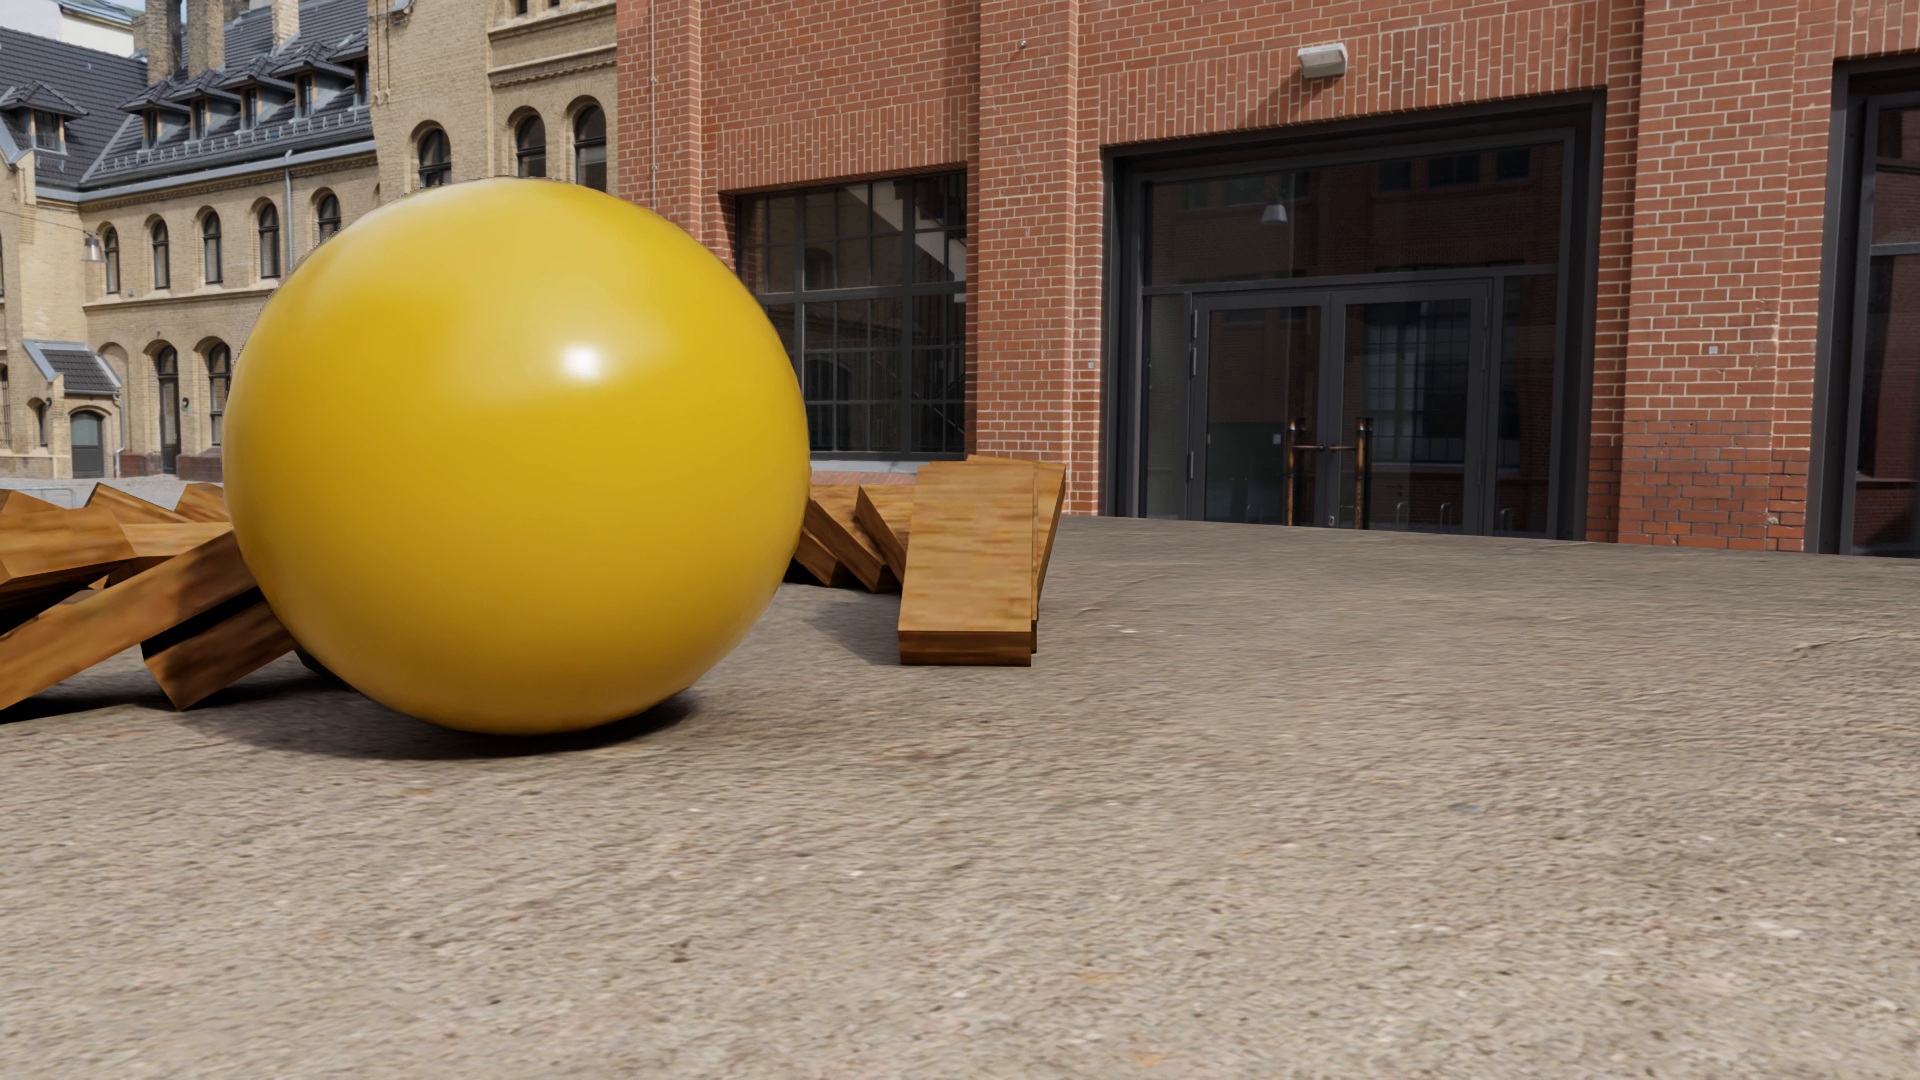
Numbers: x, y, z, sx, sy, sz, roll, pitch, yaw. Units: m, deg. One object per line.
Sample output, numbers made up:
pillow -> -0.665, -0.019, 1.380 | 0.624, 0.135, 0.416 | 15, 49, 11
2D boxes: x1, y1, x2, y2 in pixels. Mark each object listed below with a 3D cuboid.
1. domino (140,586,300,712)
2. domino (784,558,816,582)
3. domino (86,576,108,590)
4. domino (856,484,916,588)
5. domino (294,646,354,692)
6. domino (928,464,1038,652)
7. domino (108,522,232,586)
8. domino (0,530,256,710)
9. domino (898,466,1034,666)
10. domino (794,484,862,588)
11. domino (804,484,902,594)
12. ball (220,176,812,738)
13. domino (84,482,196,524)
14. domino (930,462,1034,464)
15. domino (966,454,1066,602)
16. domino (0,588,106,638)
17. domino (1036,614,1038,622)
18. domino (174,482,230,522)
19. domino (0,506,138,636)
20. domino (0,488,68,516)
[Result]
domino -> -0.114, 0.010, 0.224 | 0.050, 0.009, 0.025 | -34, 23, -27
domino -> -0.064, -0.004, 0.416 | 0.050, 0.010, 0.025 | 34, 24, 33
domino -> -0.270, 0.001, 0.360 | 0.025, 0.010, 0.050 | 3, -20, 33
domino -> -0.010, 0.000, 0.368 | 0.025, 0.010, 0.050 | -2, 31, -24
domino -> -0.098, 0.008, 0.241 | 0.025, 0.009, 0.050 | 9, 38, 46
domino -> 0.004, 0.003, 0.278 | 0.025, 0.010, 0.050 | 0, 41, 4
domino -> -0.182, 0.007, 0.321 | 0.050, 0.010, 0.025 | -2, -35, -27
domino -> -0.135, 0.011, 0.210 | 0.050, 0.009, 0.025 | -30, 15, -18
domino -> 0.002, 0.004, 0.262 | 0.025, 0.009, 0.050 | 0, 41, 4
domino -> -0.044, -0.002, 0.402 | 0.025, 0.009, 0.050 | -4, 31, -44
domino -> -0.027, -0.001, 0.386 | 0.025, 0.009, 0.050 | -3, 30, -38
ball -> -0.062, -0.012, 0.188 | 0.080, 0.080, 0.080 | 0, 4, 0
domino -> -0.244, -0.003, 0.401 | 0.050, 0.009, 0.025 | 29, -13, -33
domino -> 0.004, 0.001, 0.294 | 0.025, 0.010, 0.050 | 0, 42, 4
domino -> 0.009, -0.001, 0.310 | 0.025, 0.009, 0.050 | 6, 42, 11
domino -> -0.185, 0.016, 0.287 | 0.025, 0.009, 0.050 | 2, 5, 28
domino -> 0.008, 0.000, 0.325 | 0.025, 0.009, 0.050 | 0, 40, 4
domino -> -0.224, -0.004, 0.418 | 0.050, 0.010, 0.025 | 25, -4, -18
domino -> -0.157, 0.011, 0.197 | 0.050, 0.010, 0.025 | -28, 3, 7
domino -> -0.259, -0.001, 0.382 | 0.025, 0.009, 0.050 | 4, -19, 43
